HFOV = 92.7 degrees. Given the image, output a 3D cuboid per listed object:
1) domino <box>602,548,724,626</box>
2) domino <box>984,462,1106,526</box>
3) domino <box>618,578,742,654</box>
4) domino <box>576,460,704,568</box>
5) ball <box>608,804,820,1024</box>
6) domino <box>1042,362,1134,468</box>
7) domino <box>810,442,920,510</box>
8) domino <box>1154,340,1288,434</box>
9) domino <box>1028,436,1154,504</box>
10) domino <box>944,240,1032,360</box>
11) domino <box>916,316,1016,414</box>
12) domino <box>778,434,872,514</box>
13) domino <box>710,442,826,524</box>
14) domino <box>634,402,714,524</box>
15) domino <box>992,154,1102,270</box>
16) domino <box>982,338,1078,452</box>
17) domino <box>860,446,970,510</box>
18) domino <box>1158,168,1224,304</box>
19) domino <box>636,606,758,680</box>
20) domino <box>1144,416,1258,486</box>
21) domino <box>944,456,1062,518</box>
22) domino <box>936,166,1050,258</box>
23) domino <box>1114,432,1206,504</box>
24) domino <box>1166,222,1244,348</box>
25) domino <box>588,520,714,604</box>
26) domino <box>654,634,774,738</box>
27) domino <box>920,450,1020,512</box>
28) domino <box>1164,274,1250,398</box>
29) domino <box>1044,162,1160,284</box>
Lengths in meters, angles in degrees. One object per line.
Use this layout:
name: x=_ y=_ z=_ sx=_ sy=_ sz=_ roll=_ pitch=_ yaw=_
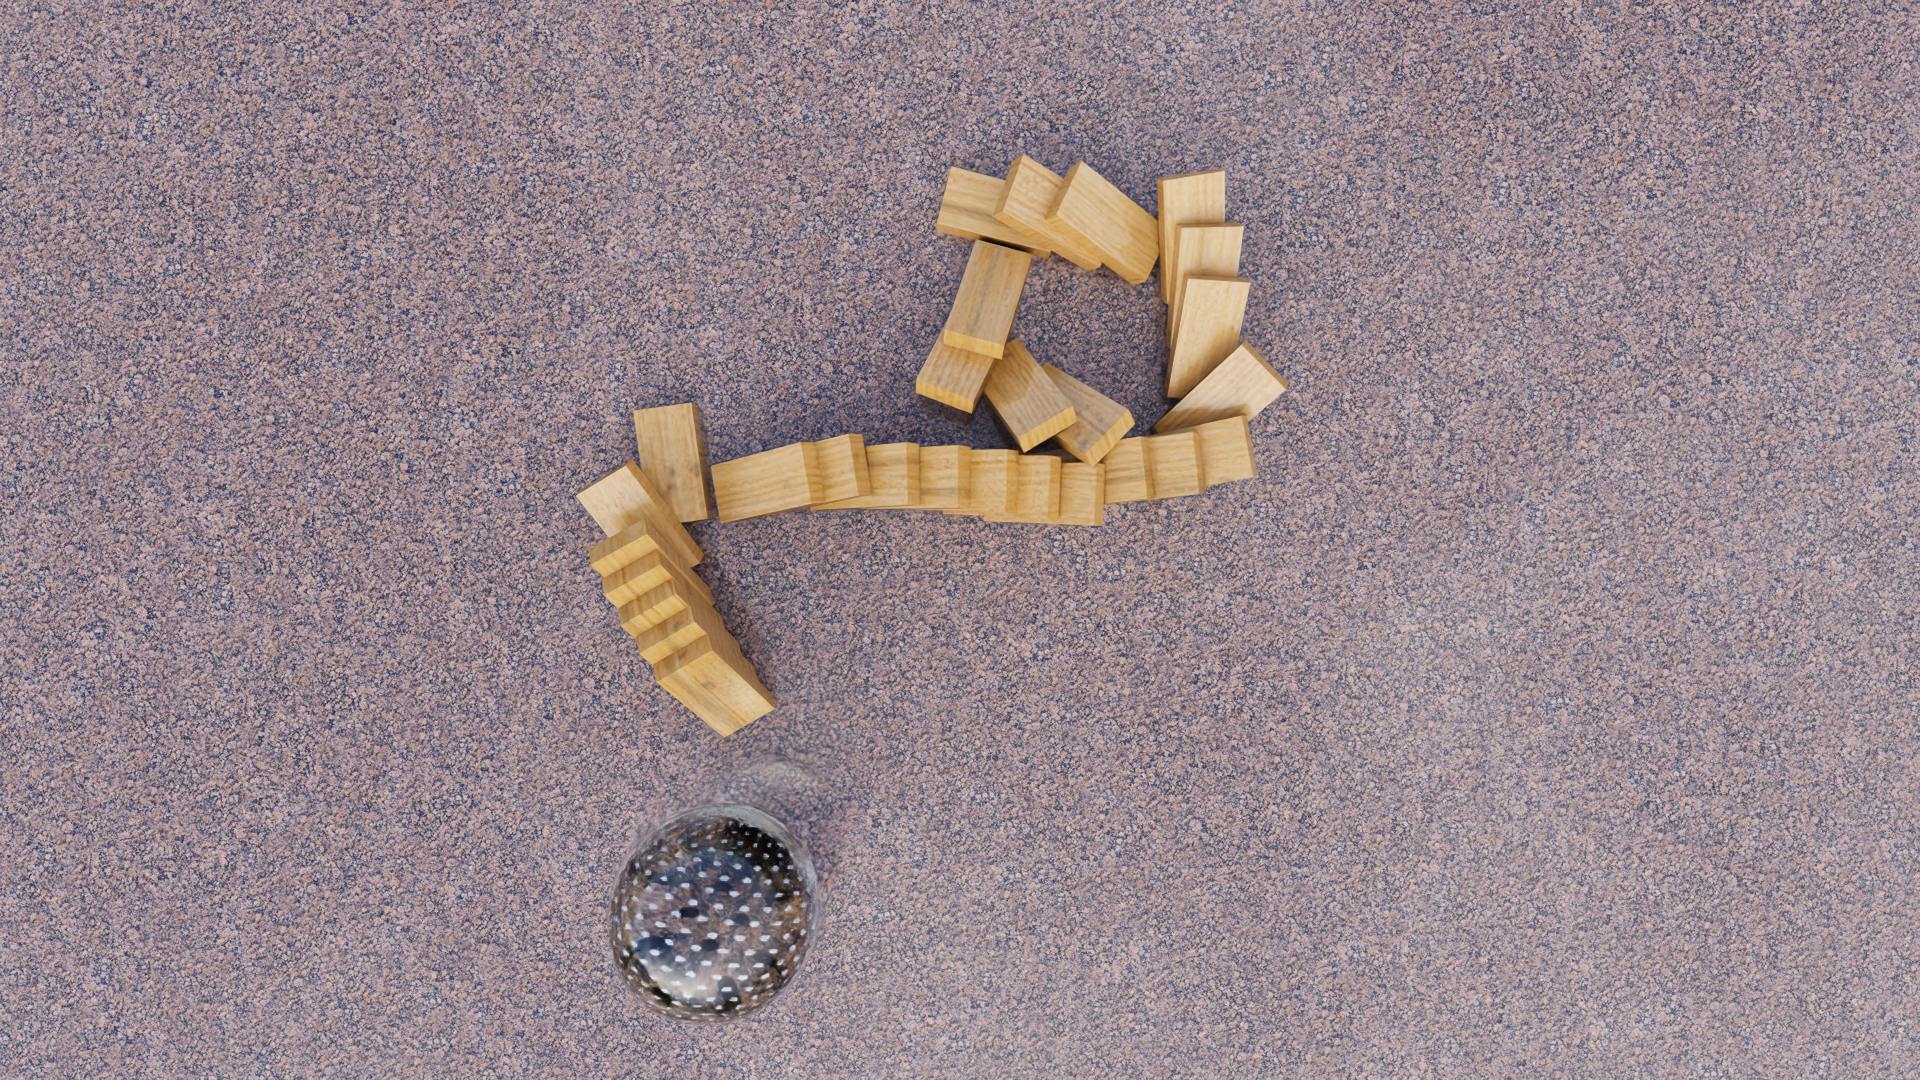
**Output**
domino: x=-0.121 y=0.027 z=0.378 sx=0.025 sy=0.050 sz=0.009 roll=-29 pitch=47 yaw=0
domino: x=0.035 y=-0.020 z=0.383 sx=0.050 sy=0.009 sz=0.025 roll=3 pitch=92 yaw=30
domino: x=-0.115 y=0.039 z=0.378 sx=0.025 sy=0.050 sz=0.009 roll=-30 pitch=47 yaw=0
domino: x=-0.134 y=-0.006 z=0.385 sx=0.025 sy=0.010 sz=0.050 roll=-29 pitch=111 yaw=8
ball: x=-0.095 y=0.145 z=0.360 sx=0.080 sy=0.080 sz=0.080 roll=0 pitch=90 yaw=0
domino: x=0.045 y=-0.053 z=0.379 sx=0.025 sy=0.009 sz=0.050 roll=-46 pitch=51 yaw=-5
domino: x=-0.040 y=-0.026 z=0.383 sx=0.050 sy=0.009 sz=0.025 roll=-2 pitch=90 yaw=30
domino: x=0.108 y=-0.056 z=0.382 sx=0.025 sy=0.010 sz=0.050 roll=45 pitch=125 yaw=0
domino: x=0.054 y=-0.027 z=0.384 sx=0.050 sy=0.009 sz=0.025 roll=-6 pitch=90 yaw=29
domino: x=0.012 y=-0.101 z=0.385 sx=0.025 sy=0.009 sz=0.050 roll=16 pitch=65 yaw=3
domino: x=0.003 y=-0.079 z=0.384 sx=0.025 sy=0.010 sz=0.050 roll=22 pitch=65 yaw=6
domino: x=-0.062 y=-0.027 z=0.384 sx=0.050 sy=0.010 sz=0.025 roll=-9 pitch=90 yaw=30
domino: x=-0.081 y=-0.024 z=0.384 sx=0.050 sy=0.009 sz=0.025 roll=-10 pitch=90 yaw=30
domino: x=-0.123 y=-0.032 z=0.395 sx=0.025 sy=0.009 sz=0.050 roll=-8 pitch=90 yaw=0
domino: x=0.041 y=-0.137 z=0.385 sx=0.050 sy=0.009 sz=0.025 roll=21 pitch=87 yaw=-25
domino: x=0.025 y=-0.061 z=0.381 sx=0.025 sy=0.009 sz=0.050 roll=-30 pitch=52 yaw=0
domino: x=-0.019 y=-0.026 z=0.383 sx=0.050 sy=0.009 sz=0.025 roll=1 pitch=90 yaw=33
domino: x=0.097 y=-0.127 z=0.384 sx=0.025 sy=0.010 sz=0.050 roll=-9 pitch=118 yaw=0
domino: x=-0.107 y=0.050 z=0.379 sx=0.025 sy=0.050 sz=0.010 roll=-30 pitch=47 yaw=0
domino: x=0.096 y=-0.034 z=0.383 sx=0.050 sy=0.010 sz=0.025 roll=-10 pitch=93 yaw=30
domino: x=0.017 y=-0.022 z=0.382 sx=0.050 sy=0.009 sz=0.025 roll=4 pitch=92 yaw=33
domino: x=0.017 y=-0.141 z=0.395 sx=0.050 sy=0.009 sz=0.025 roll=14 pitch=90 yaw=0
domino: x=0.075 y=-0.029 z=0.383 sx=0.050 sy=0.009 sz=0.025 roll=-6 pitch=92 yaw=29
domino: x=0.102 y=-0.106 z=0.384 sx=0.025 sy=0.010 sz=0.050 roll=-1 pitch=119 yaw=0
domino: x=-0.126 y=0.016 z=0.379 sx=0.025 sy=0.050 sz=0.009 roll=-29 pitch=47 yaw=0
domino: x=-0.101 y=0.061 z=0.379 sx=0.025 sy=0.050 sz=0.009 roll=-30 pitch=47 yaw=0
domino: x=0.000 y=-0.025 z=0.381 sx=0.050 sy=0.010 sz=0.025 roll=3 pitch=92 yaw=33
domino: x=0.103 y=-0.084 z=0.384 sx=0.025 sy=0.009 sz=0.050 roll=4 pitch=118 yaw=0
domino: x=0.062 y=-0.132 z=0.384 sx=0.050 sy=0.010 sz=0.025 roll=28 pitch=85 yaw=-24
